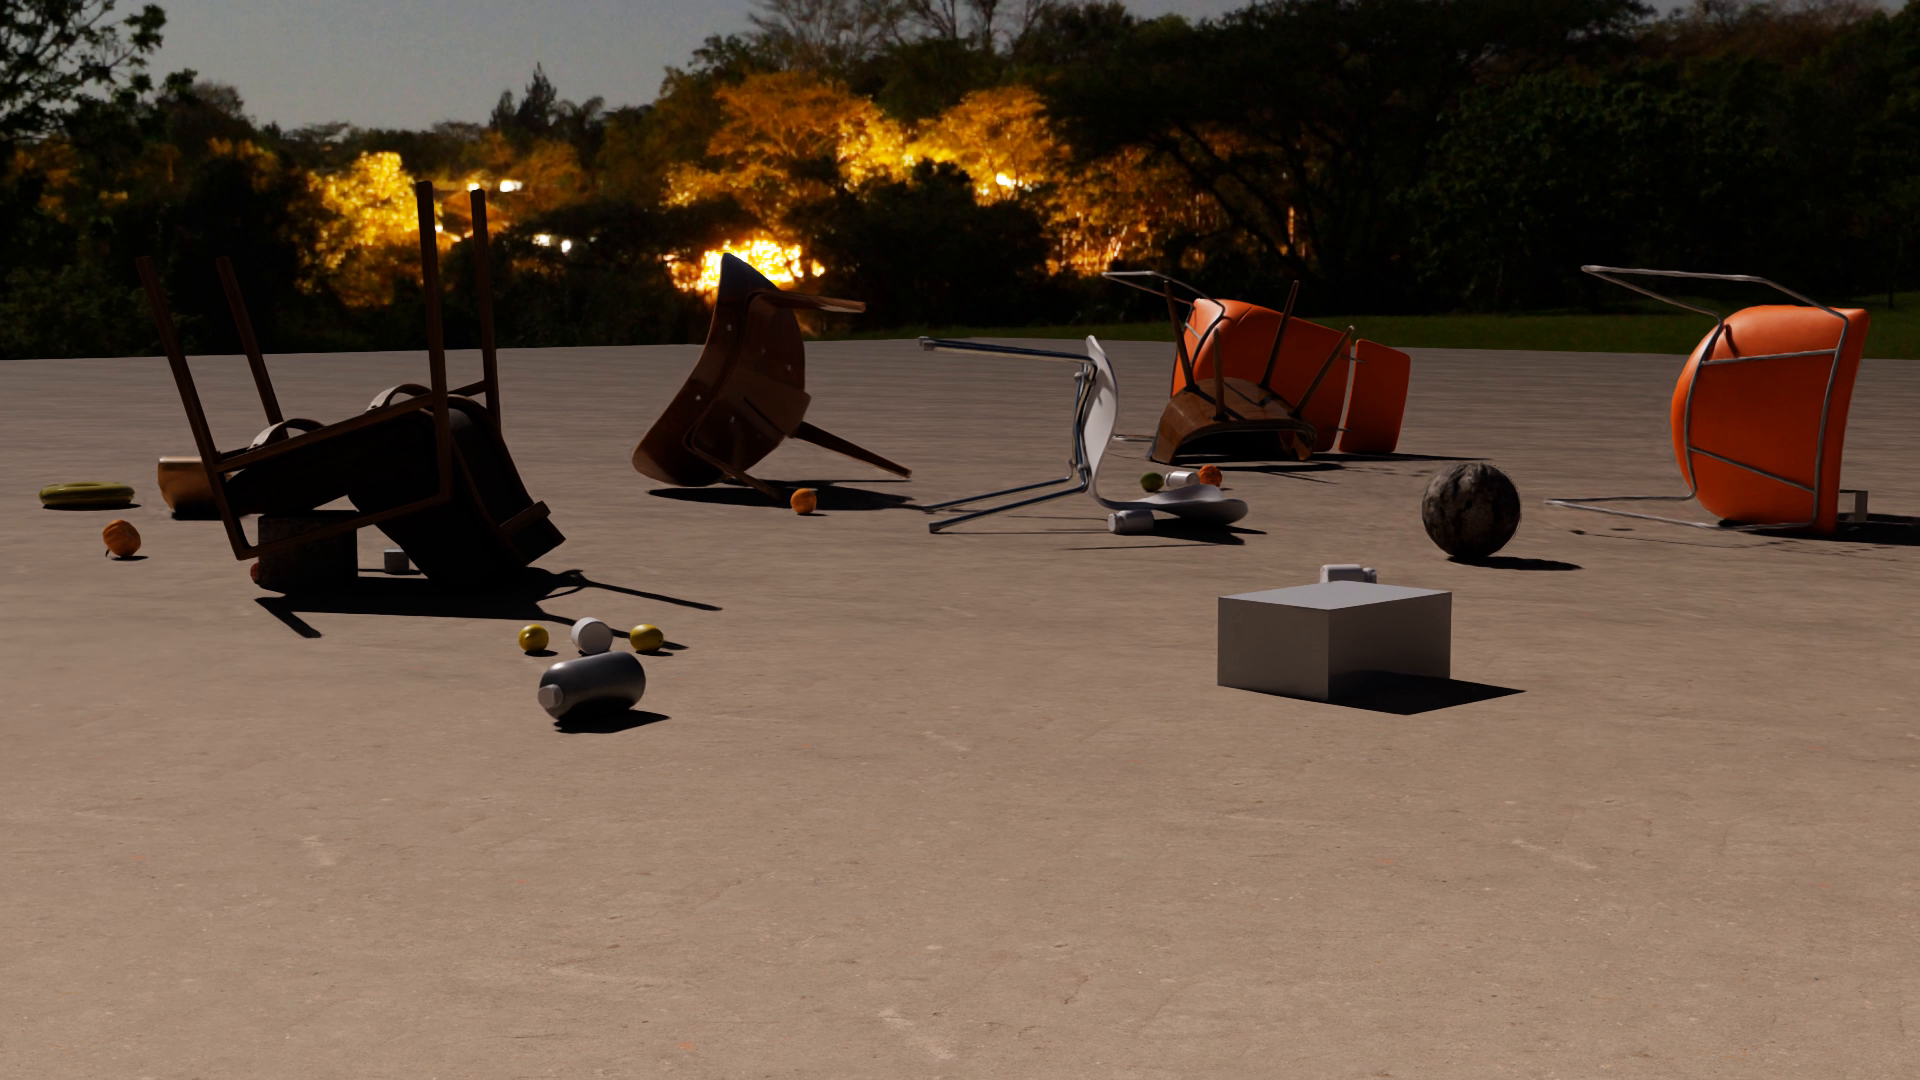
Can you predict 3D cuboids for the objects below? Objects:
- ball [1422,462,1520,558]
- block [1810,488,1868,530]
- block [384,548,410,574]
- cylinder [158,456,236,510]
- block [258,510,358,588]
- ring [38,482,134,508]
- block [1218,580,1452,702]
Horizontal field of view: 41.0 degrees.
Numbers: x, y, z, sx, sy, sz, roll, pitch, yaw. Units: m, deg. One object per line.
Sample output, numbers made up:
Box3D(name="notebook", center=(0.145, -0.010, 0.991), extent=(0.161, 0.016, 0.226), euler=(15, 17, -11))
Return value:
Box3D(name="ball", center=(1.191, -0.069, 5.983), extent=(0.226, 0.226, 0.226), euler=(0, 6, 0))
Box3D(name="block", center=(2.298, -0.079, 6.708), extent=(0.110, 0.097, 0.101), euler=(-6, 8, -45))
Box3D(name="block", center=(-1.257, 0.046, 5.734), extent=(0.054, 0.048, 0.080), euler=(-1, 6, -10))
Box3D(name="cylinder", center=(-2.124, -0.156, 7.141), extent=(0.144, 0.128, 0.252), euler=(0, -21, 1))
Box3D(name="block", center=(-1.400, 0.018, 5.513), extent=(0.177, 0.149, 0.176), euler=(0, 6, -4))
Box3D(name="ring", center=(-2.505, -0.129, 7.363), extent=(0.272, 0.063, 0.257), euler=(3, 7, 30))
Box3D(name="block", center=(0.609, 0.159, 4.164), extent=(0.326, 0.144, 0.223), euler=(-6, 8, -44))
